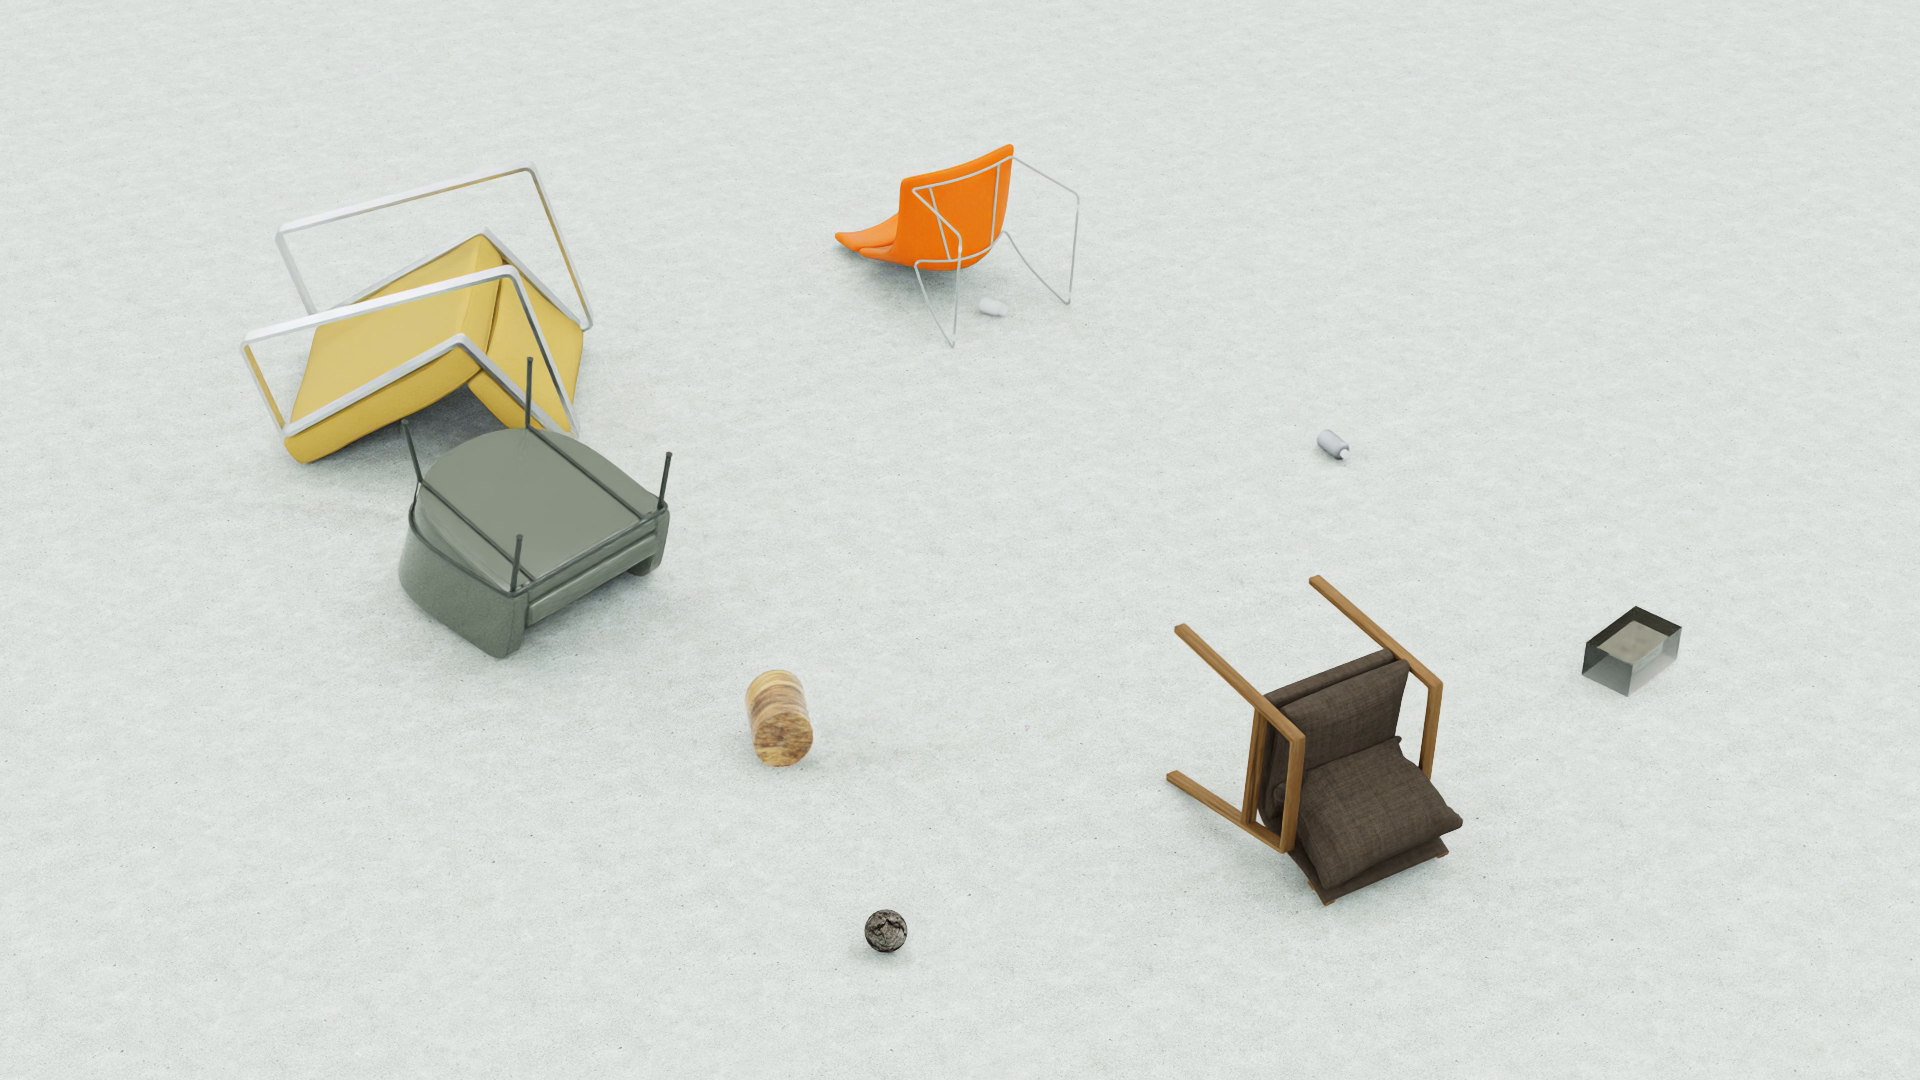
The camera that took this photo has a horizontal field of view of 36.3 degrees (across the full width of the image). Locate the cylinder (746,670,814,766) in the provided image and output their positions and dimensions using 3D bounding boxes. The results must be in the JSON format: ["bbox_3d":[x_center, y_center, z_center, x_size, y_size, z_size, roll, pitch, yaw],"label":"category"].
[{"bbox_3d":[-0.607,0.597,9.837,0.197,0.224,0.249,7,31,-17],"label":"cylinder"}]

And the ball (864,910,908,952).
[{"bbox_3d":[-0.227,1.200,9.001,0.133,0.133,0.133,0,33,0],"label":"ball"}]

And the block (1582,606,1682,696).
[{"bbox_3d":[2.344,0.387,10.229,0.190,0.140,0.310,28,42,35],"label":"block"}]
